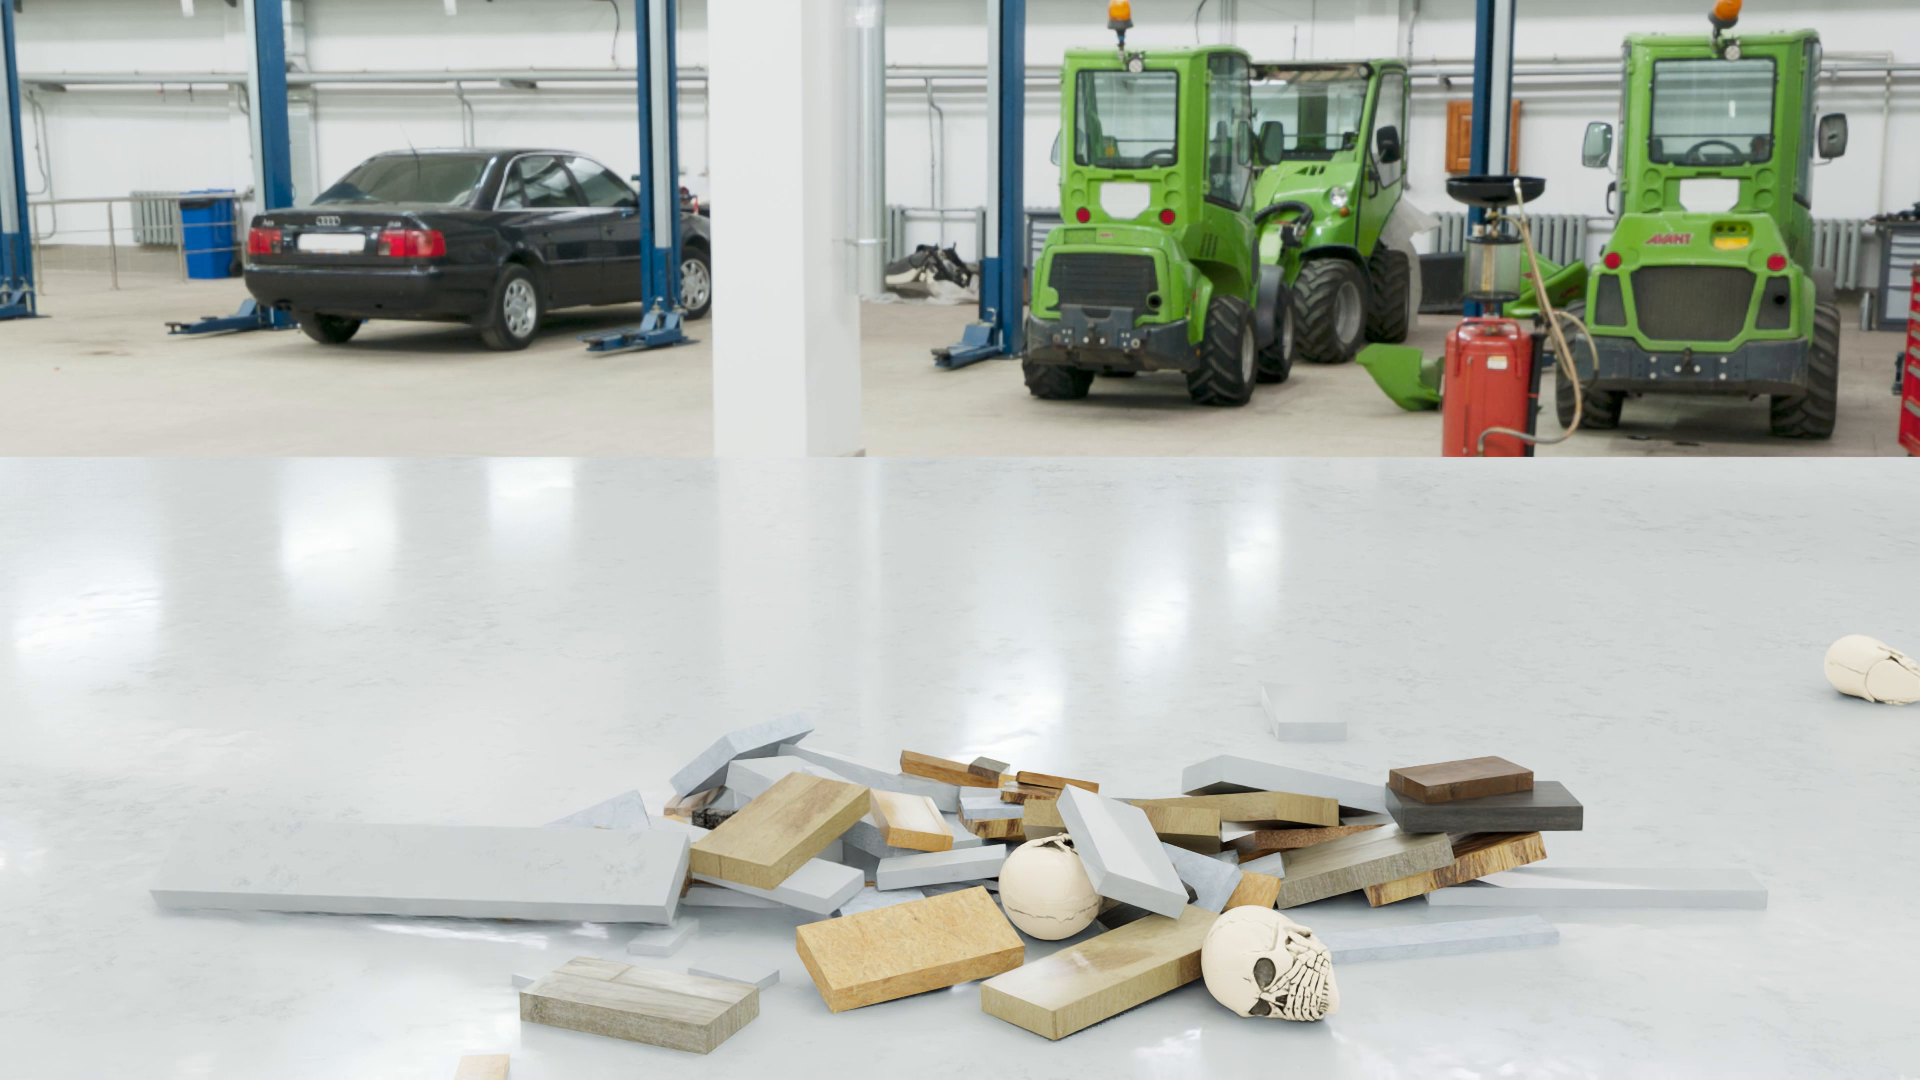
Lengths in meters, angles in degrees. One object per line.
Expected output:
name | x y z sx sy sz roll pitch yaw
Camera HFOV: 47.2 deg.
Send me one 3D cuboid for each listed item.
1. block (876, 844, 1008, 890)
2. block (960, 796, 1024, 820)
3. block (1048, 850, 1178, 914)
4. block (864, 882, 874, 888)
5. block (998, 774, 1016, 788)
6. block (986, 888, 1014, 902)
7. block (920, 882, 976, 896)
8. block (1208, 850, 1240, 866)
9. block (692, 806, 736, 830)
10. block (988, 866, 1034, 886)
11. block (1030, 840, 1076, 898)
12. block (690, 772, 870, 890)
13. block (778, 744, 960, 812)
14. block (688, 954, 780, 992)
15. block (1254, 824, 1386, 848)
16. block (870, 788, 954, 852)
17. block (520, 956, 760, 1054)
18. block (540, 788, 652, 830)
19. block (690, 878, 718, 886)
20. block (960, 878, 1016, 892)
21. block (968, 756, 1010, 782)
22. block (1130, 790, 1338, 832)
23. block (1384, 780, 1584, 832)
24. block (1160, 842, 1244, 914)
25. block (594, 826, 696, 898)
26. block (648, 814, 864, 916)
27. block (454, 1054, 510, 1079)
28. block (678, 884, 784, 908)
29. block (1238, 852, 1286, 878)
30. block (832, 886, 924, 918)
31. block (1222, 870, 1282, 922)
block | -0.028 0.535 3.599 0.209 0.030 0.104 -7 4 2
block | 0.071 0.474 3.900 0.134 0.019 0.067 -1 11 -5
block | 0.249 0.564 3.584 0.192 0.027 0.096 4 50 20
block | -0.191 0.583 3.669 0.095 0.013 0.047 0 11 1
block | 0.143 0.461 4.134 0.093 0.026 0.185 3 -7 18
block | 0.035 0.587 3.647 0.101 0.014 0.050 -2 11 -9
block | -0.015 0.577 3.620 0.101 0.014 0.050 7 13 32
block | 0.393 0.553 3.693 0.143 0.020 0.072 -15 4 17
block | -0.352 0.522 3.742 0.215 0.108 0.030 4 11 22
block | 0.059 0.554 3.684 0.072 0.020 0.143 11 -4 -24
block | 0.221 0.554 3.641 0.192 0.027 0.096 4 50 20
block | -0.293 0.476 3.625 0.154 0.044 0.308 8 22 27
block | -0.173 0.449 4.156 0.335 0.047 0.167 10 -5 43
block | -0.339 0.651 3.295 0.124 0.018 0.062 6 12 30
block | 0.629 0.516 3.825 0.214 0.030 0.107 3 -10 -36
block | -0.086 0.481 3.769 0.109 0.031 0.219 10 9 -13
block | -0.459 0.664 3.151 0.305 0.043 0.153 5 11 23
block | -0.603 0.485 3.641 0.175 0.025 0.088 -21 55 -6
block | -0.437 0.542 3.680 0.215 0.030 0.108 2 11 12
block | 0.036 0.566 3.644 0.101 0.014 0.050 7 -4 33
block | 0.057 0.441 4.241 0.063 0.018 0.126 14 4 9
block | 0.473 0.474 3.811 0.165 0.047 0.329 13 -16 -41
block | 0.869 0.443 3.659 0.294 0.042 0.147 0 10 -1
block | 0.363 0.558 3.610 0.192 0.027 0.096 12 58 47
block | -0.520 0.523 3.572 0.175 0.088 0.025 7 -25 13
block | -0.375 0.527 3.600 0.454 0.030 0.104 10 23 30
block | -0.638 0.719 2.924 0.064 0.018 0.128 -1 11 -5
block | -0.392 0.576 3.659 0.215 0.030 0.108 1 11 5
block | 0.467 0.559 3.648 0.143 0.020 0.072 -19 8 9
block | -0.110 0.610 3.450 0.143 0.041 0.286 -2 11 -12
block | 0.444 0.573 3.588 0.143 0.020 0.072 7 53 32
